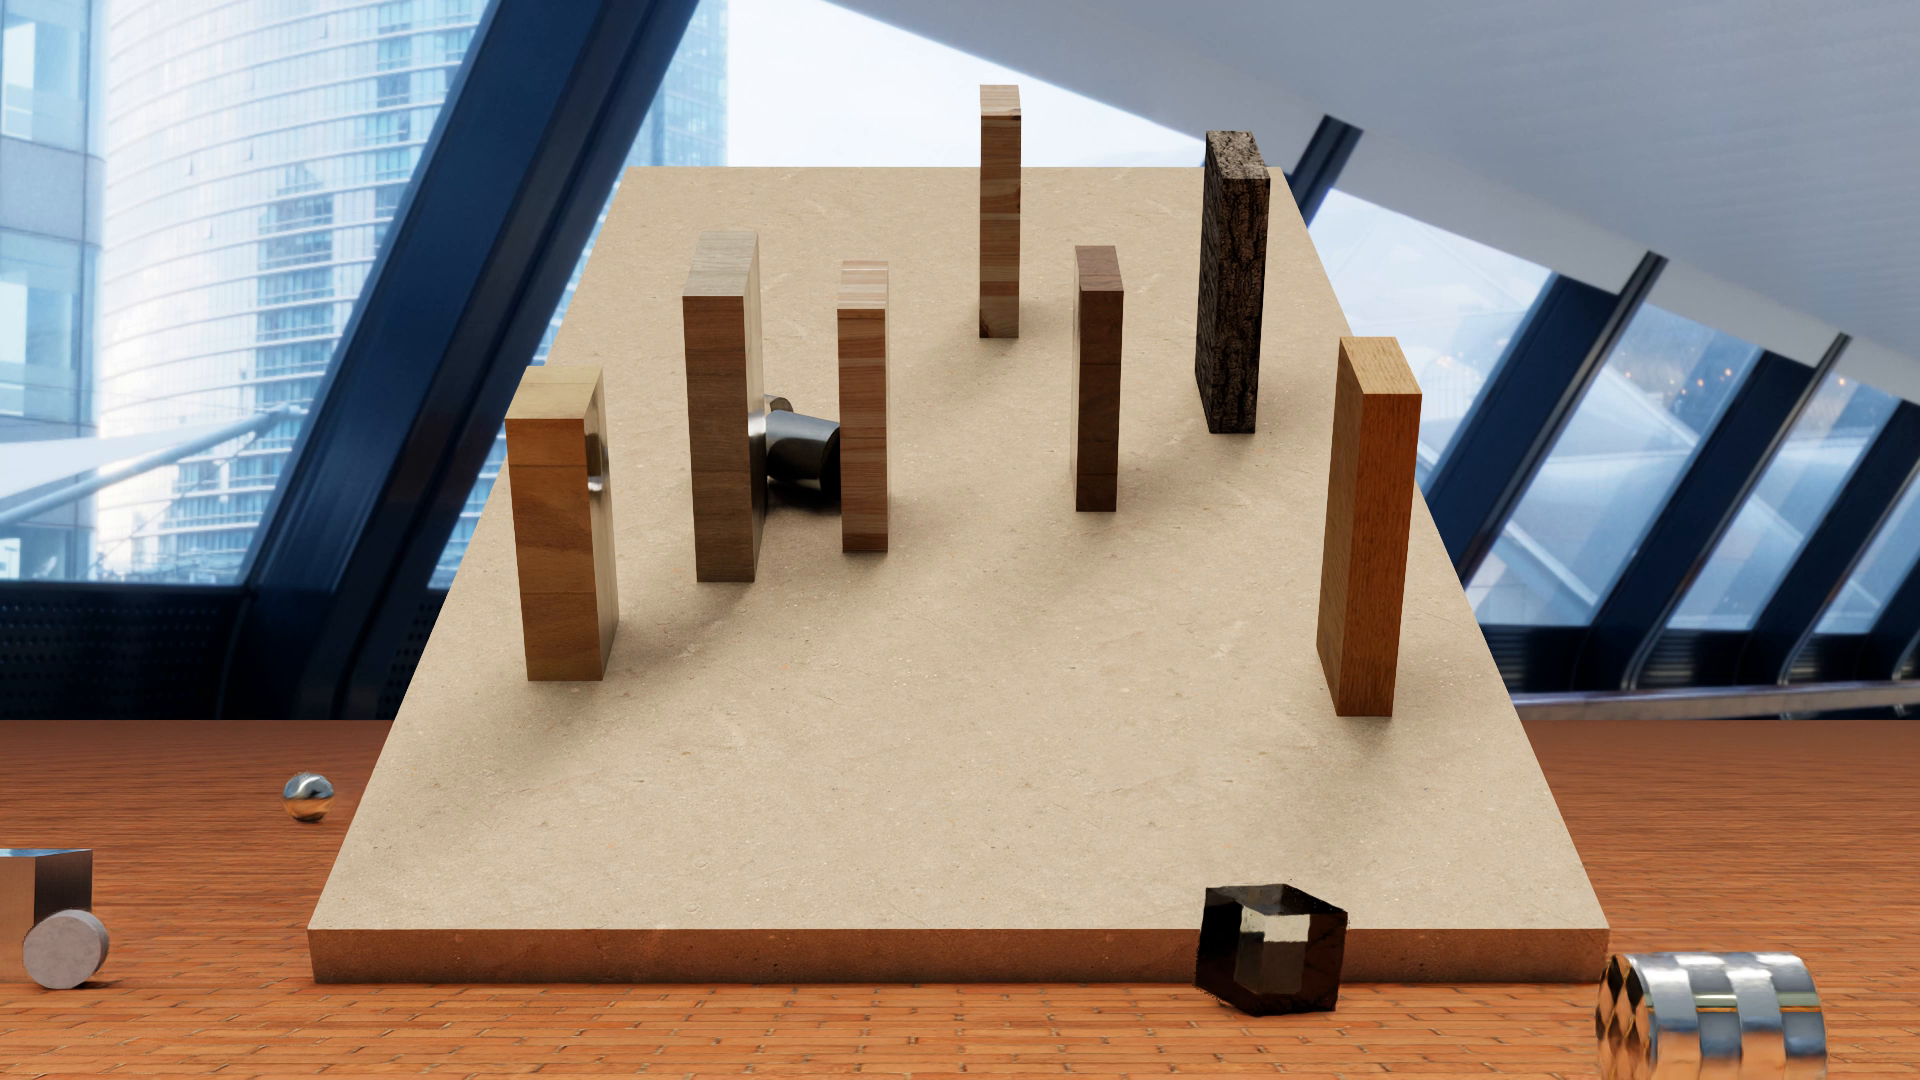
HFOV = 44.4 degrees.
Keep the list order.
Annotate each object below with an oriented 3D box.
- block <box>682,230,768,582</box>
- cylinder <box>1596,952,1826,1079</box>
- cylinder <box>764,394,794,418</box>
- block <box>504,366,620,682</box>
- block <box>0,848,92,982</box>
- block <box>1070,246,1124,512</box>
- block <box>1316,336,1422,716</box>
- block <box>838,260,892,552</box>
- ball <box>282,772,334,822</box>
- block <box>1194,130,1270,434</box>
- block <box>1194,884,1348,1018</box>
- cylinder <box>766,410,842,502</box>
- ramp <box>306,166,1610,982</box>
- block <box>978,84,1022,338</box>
[{"bbox_3d":[-0.465,-0.270,4.712,0.115,0.600,0.384,0,26,0],"label":"block"},{"bbox_3d":[0.757,0.506,2.384,0.174,0.174,0.174,0,-4,-2],"label":"cylinder"},{"bbox_3d":[-0.475,-0.247,5.164,0.165,0.165,0.165,13,2,25],"label":"cylinder"},{"bbox_3d":[-0.723,-0.030,4.305,0.137,0.521,0.247,0,26,0],"label":"block"},{"bbox_3d":[-1.527,0.597,3.762,0.194,0.194,0.194,0,-4,5],"label":"block"},{"bbox_3d":[0.287,-0.344,4.991,0.085,0.493,0.284,0,26,0],"label":"block"},{"bbox_3d":[0.722,-0.023,4.182,0.098,0.621,0.267,0,26,0],"label":"block"},{"bbox_3d":[-0.193,-0.274,4.806,0.093,0.527,0.292,0,26,0],"label":"block"},{"bbox_3d":[-2.493,0.986,9.004,0.191,0.191,0.191,0,-4,0],"label":"ball"},{"bbox_3d":[0.619,-0.593,5.385,0.103,0.599,0.371,0,26,0],"label":"block"},{"bbox_3d":[0.439,0.577,3.322,0.143,0.143,0.143,2,8,-30],"label":"block"},{"bbox_3d":[-0.329,-0.181,5.026,0.167,0.167,0.167,13,2,25],"label":"cylinder"},{"bbox_3d":[-0.010,-0.229,5.433,2.000,0.100,4.000,0,26,0],"label":"ramp"},{"bbox_3d":[0.098,-0.825,5.897,0.099,0.569,0.287,0,26,0],"label":"block"}]
